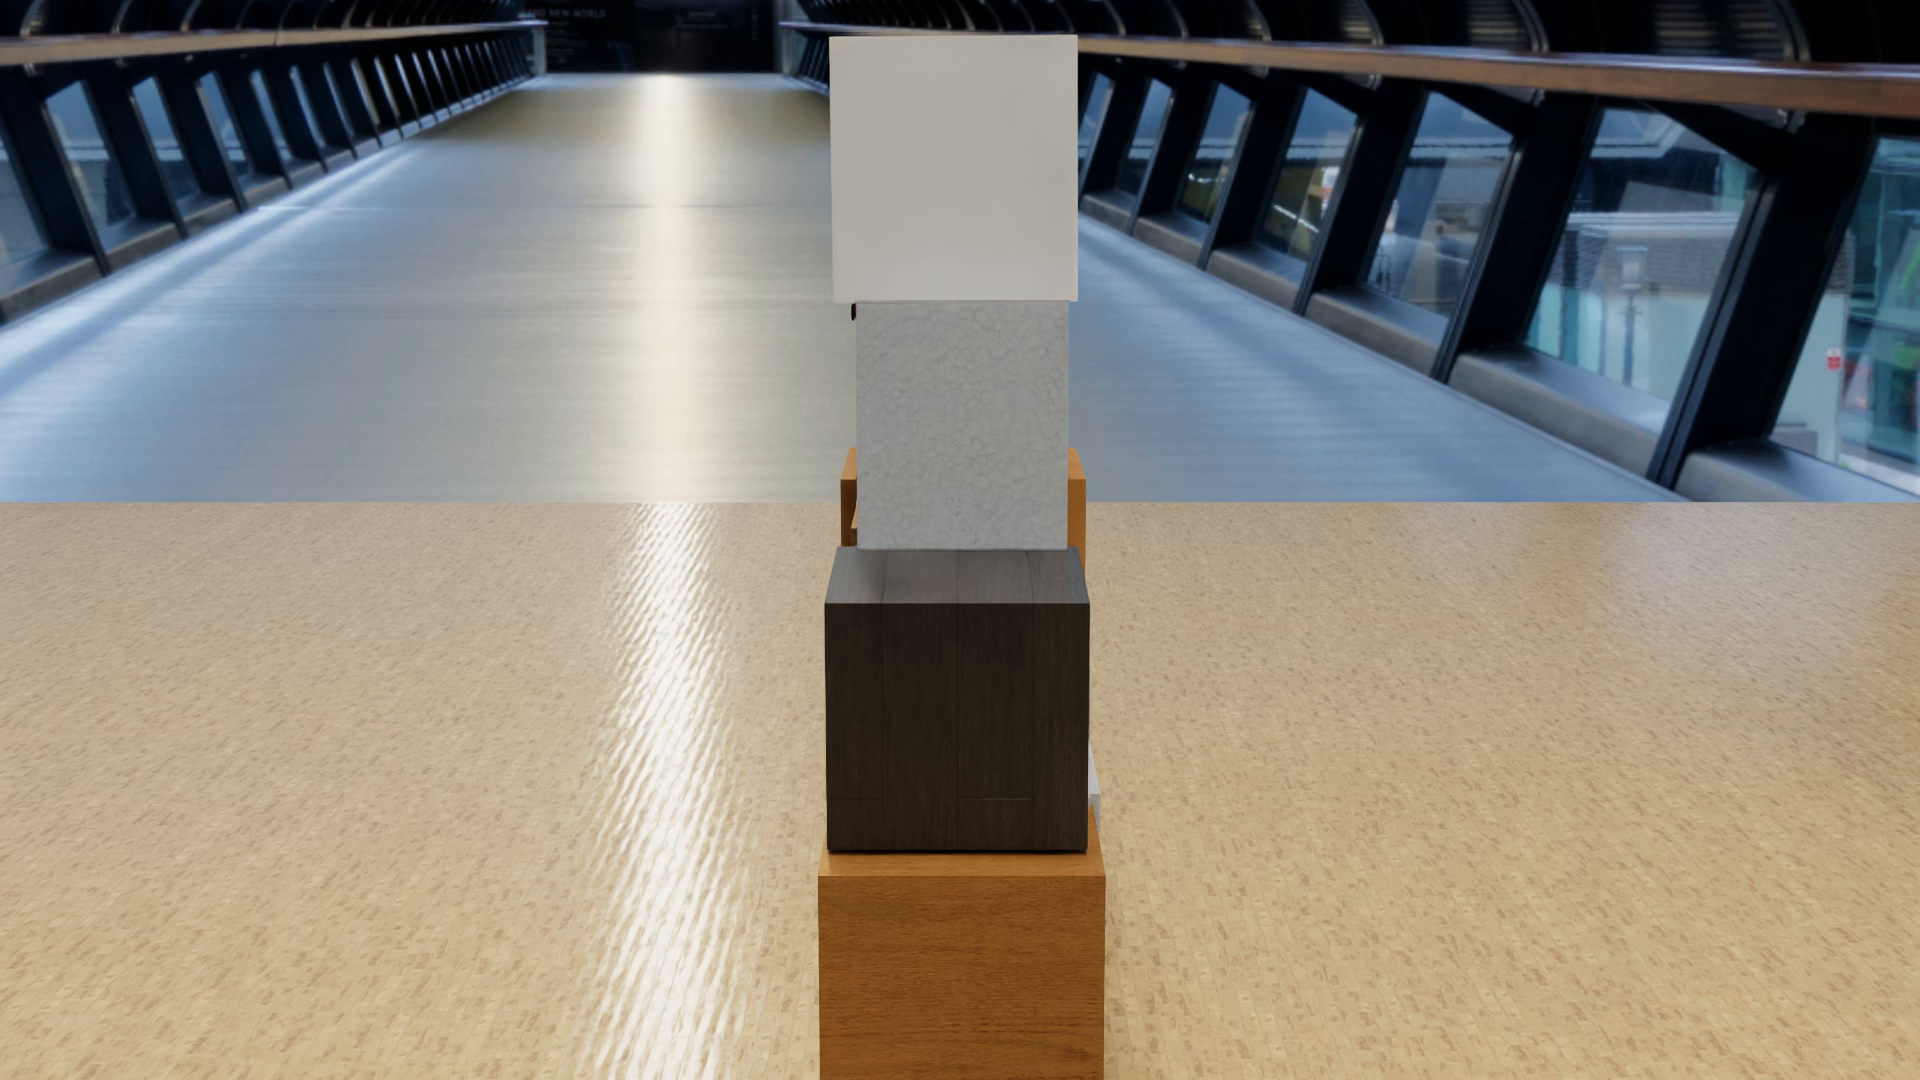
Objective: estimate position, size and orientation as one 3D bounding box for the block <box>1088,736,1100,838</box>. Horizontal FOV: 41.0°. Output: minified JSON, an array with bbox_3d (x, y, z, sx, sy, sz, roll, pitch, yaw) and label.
[{"bbox_3d":[0.017,1.280,9.880,0.978,0.946,1.117,0,10,0],"label":"block"}]

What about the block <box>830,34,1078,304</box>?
[{"bbox_3d":[-0.020,-1.393,9.642,0.891,0.953,0.764,0,9,0],"label":"block"}]

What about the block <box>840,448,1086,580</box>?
[{"bbox_3d":[0.014,0.078,11.551,1.054,0.857,0.932,0,10,0],"label":"block"}]

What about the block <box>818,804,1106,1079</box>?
[{"bbox_3d":[0.006,1.475,8.914,0.945,0.909,0.833,0,10,0],"label":"block"}]

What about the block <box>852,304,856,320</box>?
[{"bbox_3d":[-0.008,-1.326,10.511,0.841,0.775,0.918,0,10,0],"label":"block"}]

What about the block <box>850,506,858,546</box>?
[{"bbox_3d":[-0.018,0.267,10.672,0.831,0.776,0.854,0,10,0],"label":"block"}]

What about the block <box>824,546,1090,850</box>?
[{"bbox_3d":[-0.009,0.533,8.991,0.877,0.853,0.913,0,12,0],"label":"block"}]

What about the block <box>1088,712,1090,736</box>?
[{"bbox_3d":[0.017,0.911,11.957,1.118,0.929,1.086,0,10,0],"label":"block"}]

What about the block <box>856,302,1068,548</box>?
[{"bbox_3d":[0.008,-0.464,9.678,0.760,0.884,0.912,0,7,0],"label":"block"}]
